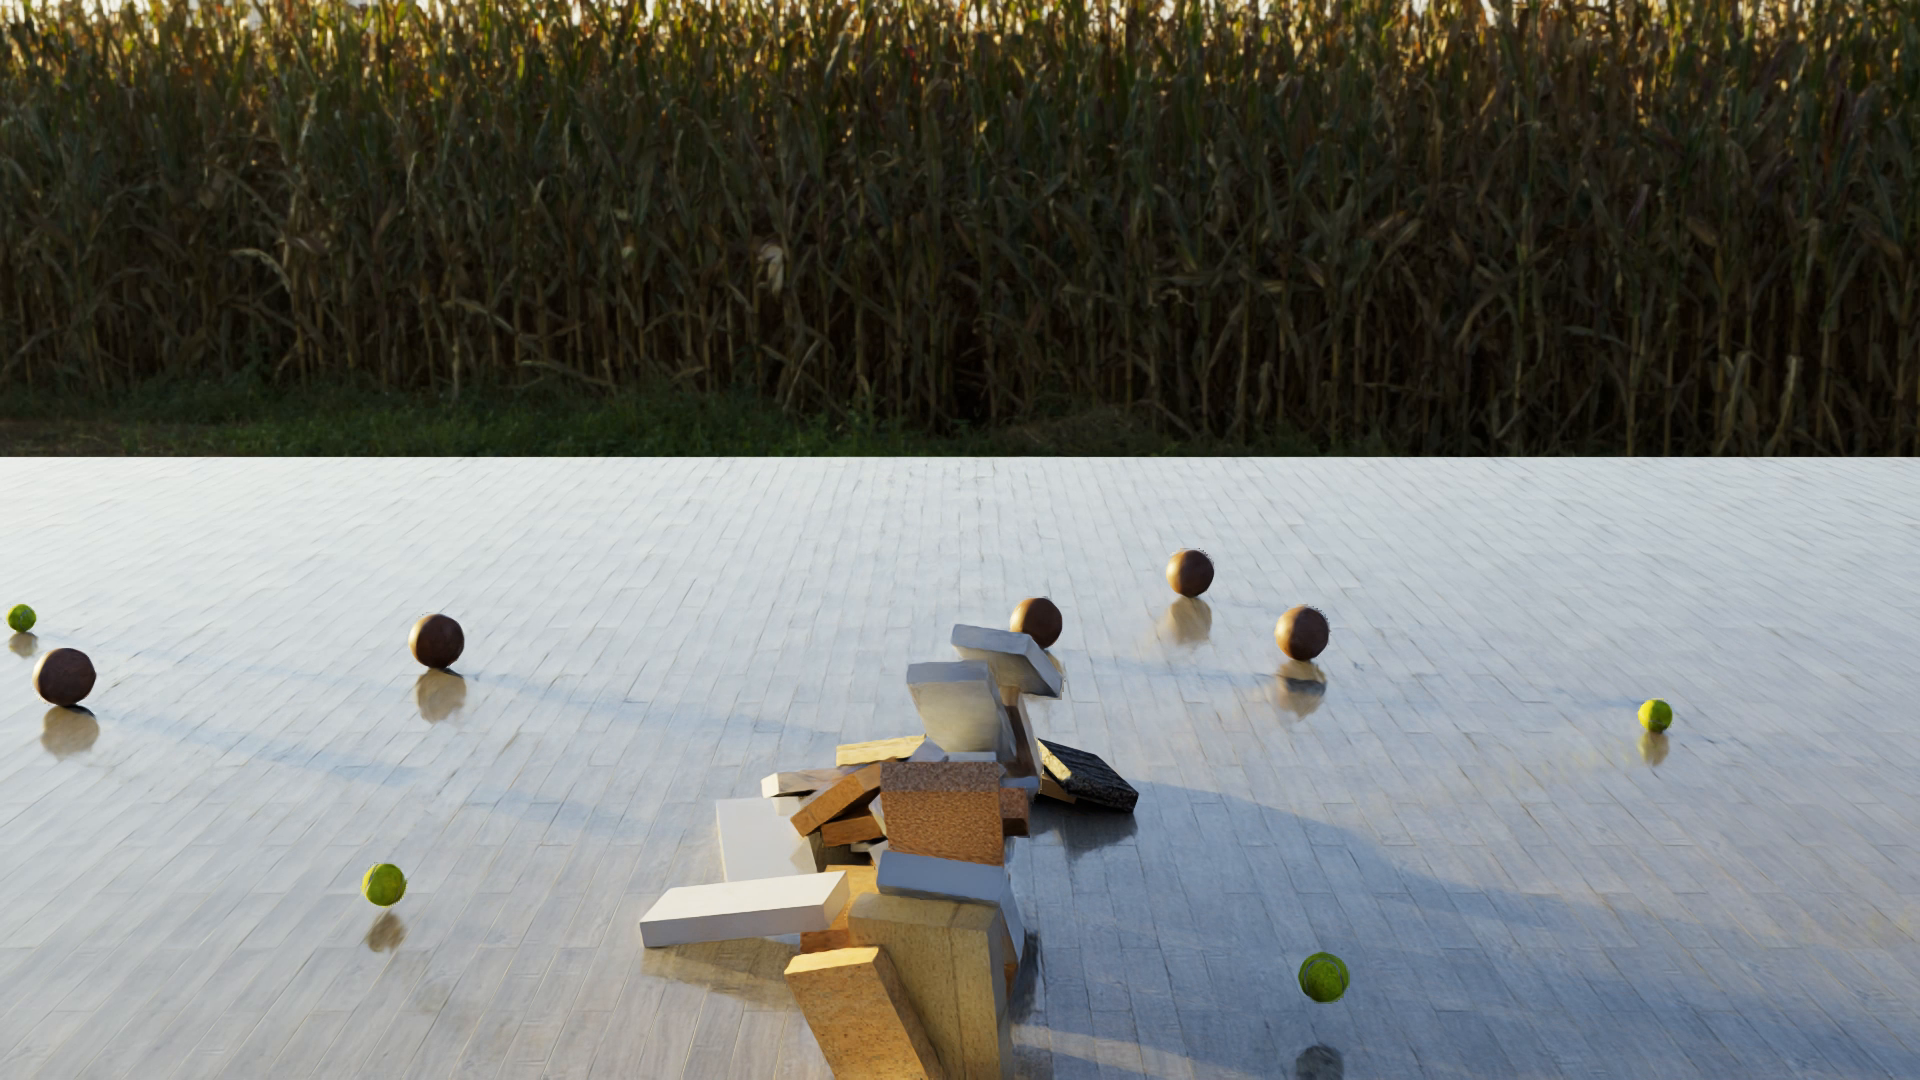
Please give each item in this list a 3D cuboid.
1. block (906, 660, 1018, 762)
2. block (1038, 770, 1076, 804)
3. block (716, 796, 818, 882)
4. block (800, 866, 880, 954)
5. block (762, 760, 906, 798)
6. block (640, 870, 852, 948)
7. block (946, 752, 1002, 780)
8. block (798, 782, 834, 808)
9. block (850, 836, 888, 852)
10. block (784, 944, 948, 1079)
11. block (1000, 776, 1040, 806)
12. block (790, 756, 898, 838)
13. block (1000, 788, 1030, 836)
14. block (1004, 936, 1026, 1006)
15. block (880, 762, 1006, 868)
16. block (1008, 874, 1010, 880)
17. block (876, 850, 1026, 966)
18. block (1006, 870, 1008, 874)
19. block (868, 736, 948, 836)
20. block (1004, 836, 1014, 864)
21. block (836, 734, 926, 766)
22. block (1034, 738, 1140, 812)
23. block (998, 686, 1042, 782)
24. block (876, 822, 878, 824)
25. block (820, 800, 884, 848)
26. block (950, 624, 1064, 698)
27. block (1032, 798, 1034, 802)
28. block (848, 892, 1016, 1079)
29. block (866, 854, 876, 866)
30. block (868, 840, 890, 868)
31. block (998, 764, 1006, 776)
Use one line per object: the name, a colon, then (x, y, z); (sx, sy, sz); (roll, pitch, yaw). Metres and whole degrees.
block: (0.005, 0.285, 3.602); (0.131, 0.262, 0.037); (-3, 54, 12)
block: (0.152, 0.453, 4.237); (0.100, 0.028, 0.200); (19, 5, -16)
block: (-0.340, 0.538, 3.834); (0.150, 0.042, 0.457); (-2, 11, -8)
block: (-0.159, 0.594, 3.534); (0.150, 0.042, 0.300); (1, 11, 4)
block: (-0.229, 0.454, 4.168); (0.268, 0.038, 0.134); (-4, -10, -18)
block: (-0.336, 0.580, 3.461); (0.300, 0.042, 0.150); (-8, 10, 13)
block: (0.000, 0.393, 3.684); (0.131, 0.037, 0.262); (0, -14, 3)
block: (-0.256, 0.469, 3.979); (0.068, 0.019, 0.136); (-34, -7, -8)
block: (-0.148, 0.532, 3.888); (0.058, 0.016, 0.116); (-1, 3, 15)
block: (-0.106, 0.610, 2.675); (0.125, 0.250, 0.035); (-13, 22, 26)
block: (0.064, 0.474, 3.717); (0.068, 0.019, 0.296); (-3, -30, -17)
block: (-0.197, 0.457, 3.933); (0.142, 0.040, 0.283); (-37, -7, 11)
block: (0.019, 0.384, 3.095); (0.149, 0.042, 0.299); (0, -12, 3)
block: (-0.006, 0.619, 2.858); (0.124, 0.247, 0.035); (11, -22, 12)
block: (-0.013, 0.463, 3.044); (0.149, 0.042, 0.593); (0, -33, 3)
block: (0.008, 0.559, 3.389); (0.129, 0.036, 0.257); (0, -20, -1)
block: (-0.007, 0.462, 2.745); (0.149, 0.042, 0.299); (7, -24, 10)
block: (0.012, 0.560, 3.266); (0.129, 0.036, 0.257); (-1, -33, 4)
block: (-0.068, 0.374, 3.210); (0.035, 0.125, 0.421); (39, -9, 9)
block: (0.009, 0.451, 3.201); (0.129, 0.036, 0.257); (-1, -6, 4)
block: (-0.103, 0.411, 4.222); (0.134, 0.038, 0.268); (12, -16, -39)
block: (0.235, 0.448, 4.211); (0.134, 0.038, 0.268); (17, 6, -16)
block: (0.055, 0.332, 3.740); (0.131, 0.262, 0.037); (0, 55, 12)
block: (-0.088, 0.437, 3.653); (0.068, 0.019, 0.136); (6, -32, -17)
block: (-0.099, 0.480, 3.960); (0.142, 0.040, 0.394); (-14, 0, 23)
block: (0.079, 0.199, 3.588); (0.125, 0.035, 0.250); (7, -18, 18)
block: (0.067, 0.468, 4.247); (0.100, 0.028, 0.200); (-3, 11, -14)
block: (-0.029, 0.595, 2.693); (0.174, 0.347, 0.049); (3, 28, 17)
block: (-0.100, 0.552, 3.796); (0.116, 0.016, 0.058); (-2, 0, -9)
block: (-0.046, 0.494, 3.749); (0.142, 0.040, 0.283); (-28, -6, 13)
block: (0.021, 0.375, 3.279); (0.056, 0.016, 0.112); (-37, -5, -45)
